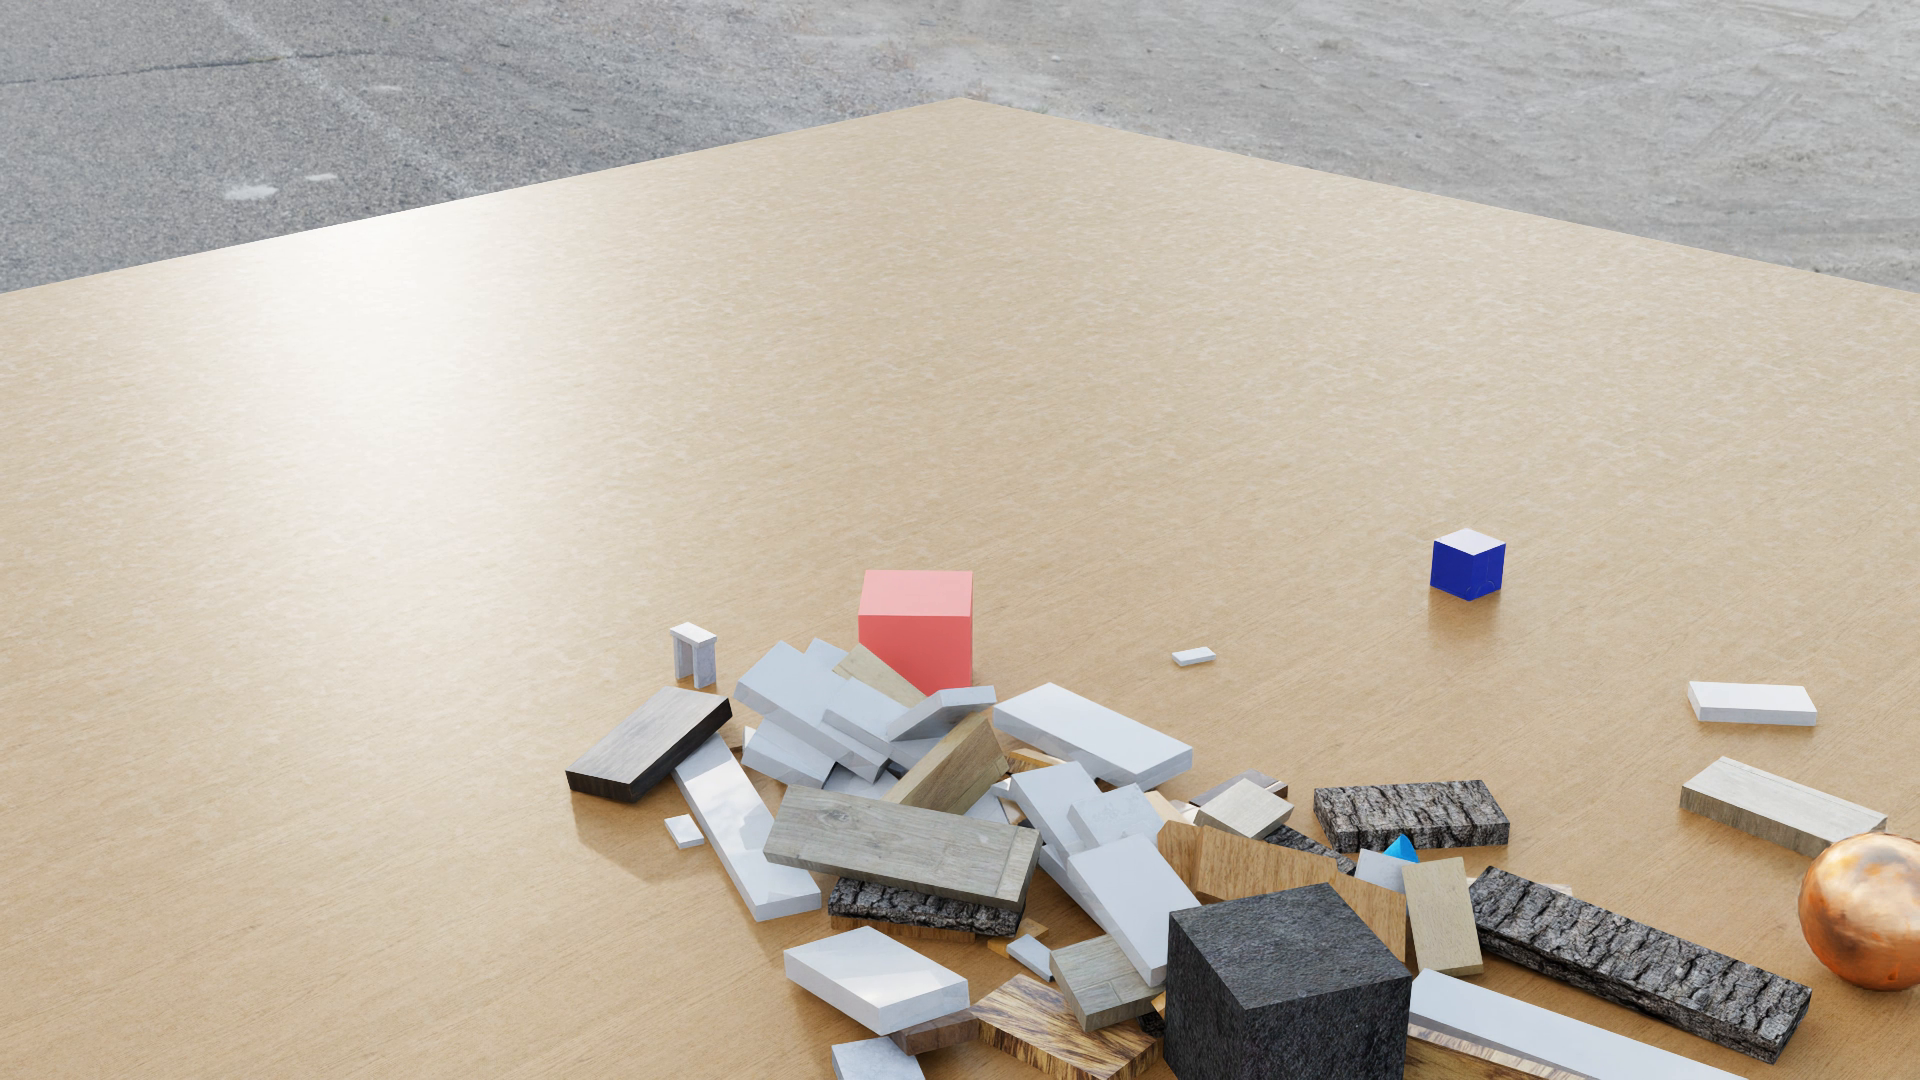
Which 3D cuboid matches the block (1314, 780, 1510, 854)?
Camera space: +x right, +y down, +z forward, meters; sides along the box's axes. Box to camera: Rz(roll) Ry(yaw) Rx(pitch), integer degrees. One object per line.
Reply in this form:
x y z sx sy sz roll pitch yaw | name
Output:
0.900 0.552 4.396 0.348 0.049 0.174 -2 23 -5 | block

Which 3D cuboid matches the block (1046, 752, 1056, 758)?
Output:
0.242 0.440 4.703 0.120 0.017 0.060 -12 26 -26 | block

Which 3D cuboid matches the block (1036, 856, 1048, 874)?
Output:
0.190 0.613 4.281 0.098 0.028 0.196 -21 31 -40 | block

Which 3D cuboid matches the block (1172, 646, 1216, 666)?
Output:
0.542 0.270 5.107 0.091 0.013 0.045 -9 25 -21 | block

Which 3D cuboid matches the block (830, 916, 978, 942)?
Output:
-0.094 0.684 4.099 0.269 0.038 0.135 4 23 9 | block

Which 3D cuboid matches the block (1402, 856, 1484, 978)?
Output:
0.868 0.681 3.961 0.111 0.031 0.222 -11 48 11 | block

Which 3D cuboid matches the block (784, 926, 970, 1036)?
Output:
-0.148 0.757 3.798 0.172 0.049 0.345 -11 12 -30 | block

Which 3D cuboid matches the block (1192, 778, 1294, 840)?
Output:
0.548 0.528 4.237 0.113 0.032 0.227 28 22 23 | block

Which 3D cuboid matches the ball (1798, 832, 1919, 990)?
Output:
1.621 0.652 3.872 0.274 0.274 0.274 0 23 0 | ball

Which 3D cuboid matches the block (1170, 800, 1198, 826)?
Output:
0.399 0.566 4.311 0.124 0.035 0.247 16 16 39 | block

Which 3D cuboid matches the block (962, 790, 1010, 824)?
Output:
0.019 0.546 4.334 0.135 0.038 0.269 -28 29 1 | block

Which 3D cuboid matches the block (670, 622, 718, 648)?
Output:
-0.602 0.215 4.968 0.104 0.015 0.052 21 31 41 | block

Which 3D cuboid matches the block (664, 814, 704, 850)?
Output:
-0.549 0.580 4.375 0.050 0.014 0.101 -10 25 -22 | block

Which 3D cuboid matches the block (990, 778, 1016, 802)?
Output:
0.124 0.486 4.348 0.064 0.018 0.129 12 15 35 | block

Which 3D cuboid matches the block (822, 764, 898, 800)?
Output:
-0.237 0.488 4.512 0.135 0.038 0.451 -25 34 -24 | block

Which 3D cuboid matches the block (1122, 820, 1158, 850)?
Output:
0.350 0.563 4.016 0.054 0.015 0.107 -19 53 -39 | block

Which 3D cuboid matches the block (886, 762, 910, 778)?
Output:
-0.146 0.473 4.630 0.091 0.013 0.045 16 28 33 | block

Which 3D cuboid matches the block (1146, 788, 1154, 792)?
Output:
0.357 0.525 4.499 0.064 0.018 0.162 5 24 12 | block

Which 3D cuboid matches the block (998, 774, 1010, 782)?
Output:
0.150 0.515 4.419 0.091 0.026 0.183 29 -3 -33 | block

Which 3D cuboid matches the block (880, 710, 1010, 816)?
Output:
-0.040 0.487 4.280 0.299 0.149 0.042 -43 42 -23 | block

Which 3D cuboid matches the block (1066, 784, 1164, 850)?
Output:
0.335 0.585 4.035 0.146 0.041 0.292 -14 50 -29 | block

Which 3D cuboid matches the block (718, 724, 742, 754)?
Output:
-0.492 0.428 4.733 0.050 0.014 0.101 -10 25 -22 | block

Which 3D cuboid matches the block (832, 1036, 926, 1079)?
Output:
-0.119 0.903 3.587 0.127 0.036 0.255 -6 24 -14 | block

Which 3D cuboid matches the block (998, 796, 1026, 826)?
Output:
0.121 0.554 4.353 0.091 0.026 0.183 -17 25 -34 | block

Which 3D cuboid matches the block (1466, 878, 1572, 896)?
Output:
1.034 0.680 4.117 0.221 0.031 0.111 3 23 8 | block

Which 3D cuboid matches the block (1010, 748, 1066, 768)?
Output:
0.171 0.465 4.621 0.120 0.017 0.060 15 9 31 | block

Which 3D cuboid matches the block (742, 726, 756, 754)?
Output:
-0.438 0.435 4.691 0.050 0.014 0.101 23 19 -14 | block

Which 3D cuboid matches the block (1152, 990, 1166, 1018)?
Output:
0.442 0.756 3.710 0.221 0.111 0.031 -36 29 -3 | block

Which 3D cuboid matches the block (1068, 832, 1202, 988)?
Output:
0.324 0.638 3.818 0.153 0.043 0.305 -15 37 -20 | block

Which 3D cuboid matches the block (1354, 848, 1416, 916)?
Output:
0.827 0.644 4.066 0.195 0.098 0.028 15 -7 3 | block

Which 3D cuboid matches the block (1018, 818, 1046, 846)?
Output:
0.207 0.585 4.235 0.183 0.026 0.091 33 40 31 | block

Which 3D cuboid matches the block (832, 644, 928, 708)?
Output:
-0.153 0.330 4.635 0.242 0.034 0.121 38 37 6 | block

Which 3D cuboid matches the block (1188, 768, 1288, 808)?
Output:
0.568 0.527 4.483 0.196 0.028 0.098 -20 30 -39 | block

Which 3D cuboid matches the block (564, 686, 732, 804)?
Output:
-0.650 0.425 4.615 0.172 0.049 0.344 7 31 31 | block
